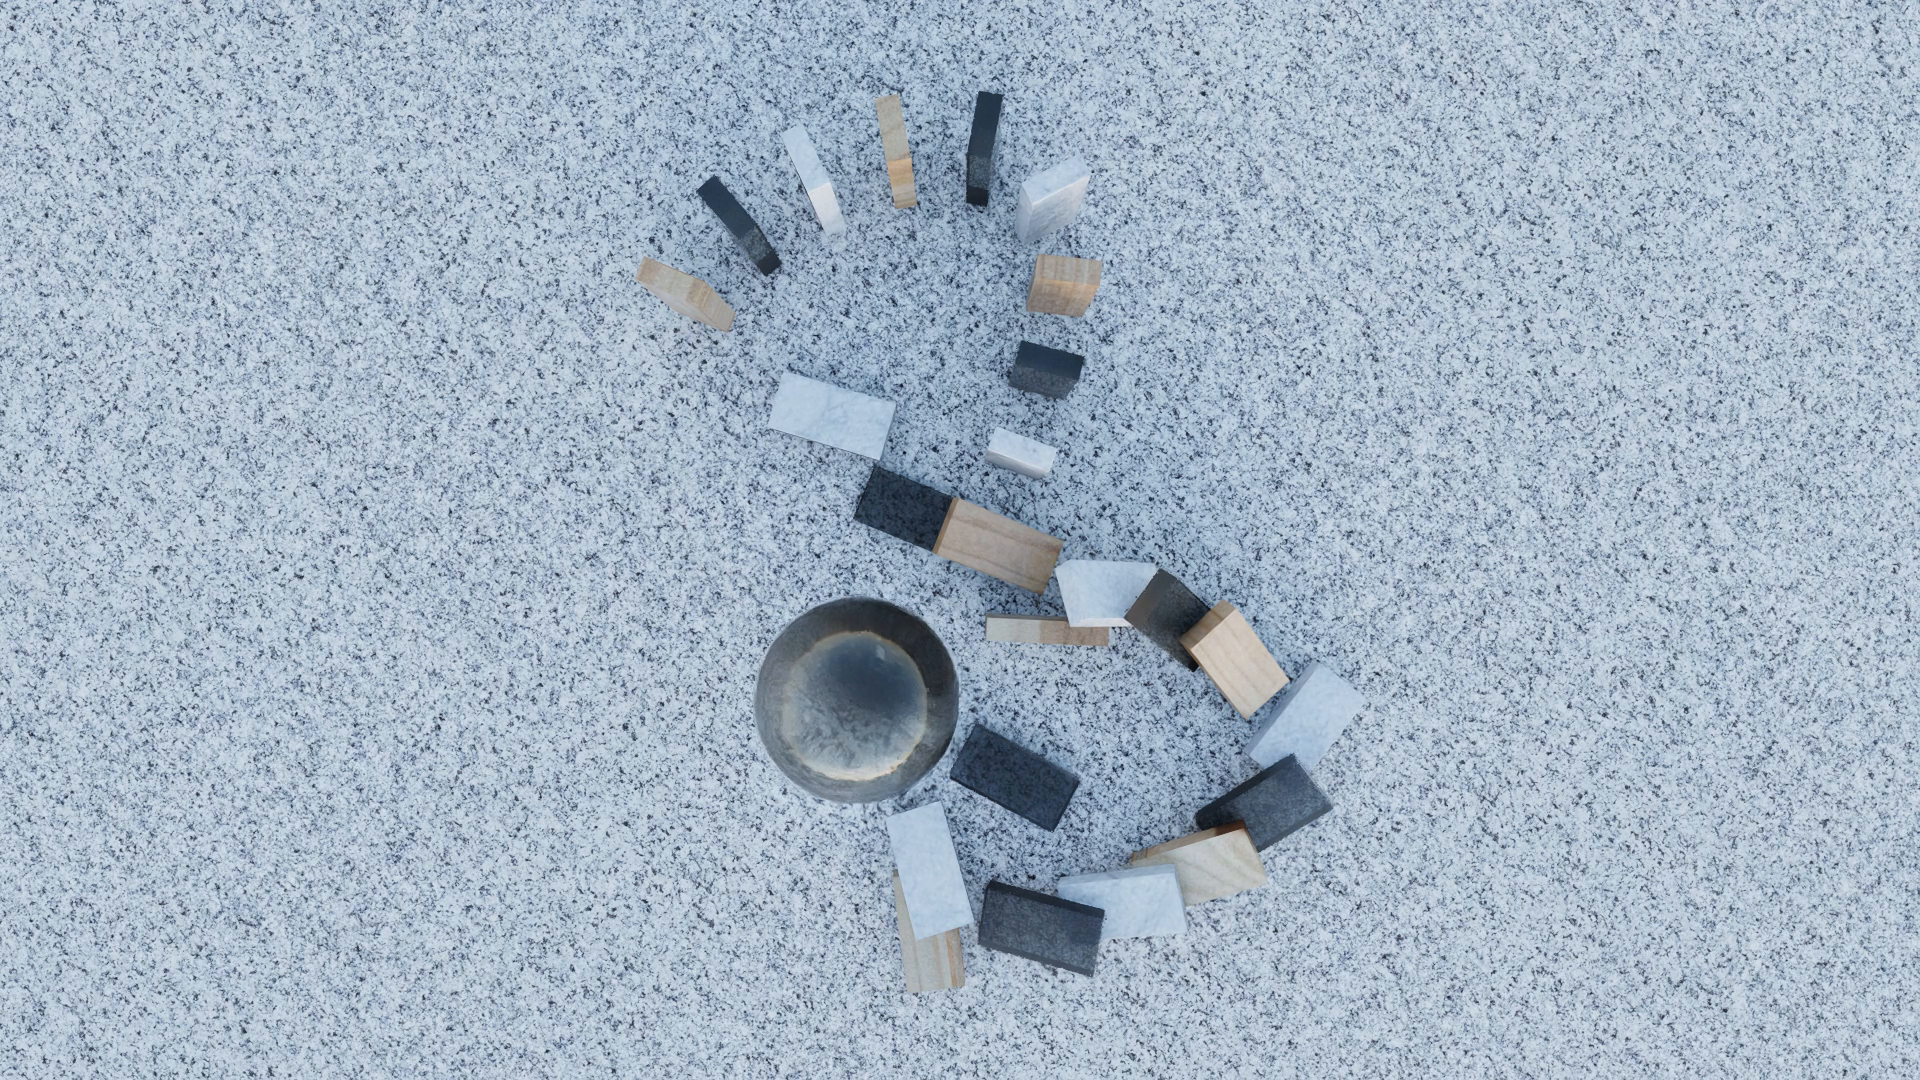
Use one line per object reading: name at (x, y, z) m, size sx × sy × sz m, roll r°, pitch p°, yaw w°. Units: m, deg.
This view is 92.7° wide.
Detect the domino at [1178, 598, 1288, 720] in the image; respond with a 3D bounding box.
domino at (0.115, 0.050, 0.384) m, size 0.025 × 0.009 × 0.050 m, roll -42°, pitch 118°, yaw 0°

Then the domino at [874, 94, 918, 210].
domino at (-0.026, -0.157, 0.375) m, size 0.009 × 0.050 × 0.025 m, roll -11°, pitch 90°, yaw 0°

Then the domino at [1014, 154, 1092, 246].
domino at (0.037, -0.138, 0.375) m, size 0.025 × 0.050 × 0.009 m, roll -27°, pitch 90°, yaw 0°

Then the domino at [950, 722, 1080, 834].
domino at (0.023, 0.102, 0.395) m, size 0.050 × 0.009 × 0.025 m, roll 28°, pitch 90°, yaw 0°

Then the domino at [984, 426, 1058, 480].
domino at (0.024, -0.035, 0.375) m, size 0.025 × 0.050 × 0.010 m, roll 20°, pitch 90°, yaw 0°

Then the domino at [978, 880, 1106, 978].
domino at (0.034, 0.164, 0.388) m, size 0.050 × 0.010 × 0.025 m, roll 9°, pitch 93°, yaw 15°

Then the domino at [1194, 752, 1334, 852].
domino at (0.128, 0.115, 0.389) m, size 0.050 × 0.010 × 0.025 m, roll -38°, pitch 90°, yaw 15°

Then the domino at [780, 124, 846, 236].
domino at (-0.059, -0.146, 0.375) m, size 0.010 × 0.050 × 0.025 m, roll -25°, pitch 90°, yaw 0°

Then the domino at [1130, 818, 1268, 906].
domino at (0.101, 0.139, 0.388) m, size 0.050 × 0.009 × 0.025 m, roll -24°, pitch 90°, yaw 17°

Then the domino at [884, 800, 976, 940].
domino at (-0.013, 0.139, 0.387) m, size 0.025 × 0.009 × 0.050 m, roll -16°, pitch 71°, yaw -3°

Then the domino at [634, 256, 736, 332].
domino at (-0.111, -0.099, 0.375) m, size 0.025 × 0.050 × 0.009 m, roll 23°, pitch 90°, yaw 0°

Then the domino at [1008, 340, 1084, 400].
domino at (0.034, -0.069, 0.375) m, size 0.025 × 0.050 × 0.010 m, roll 15°, pitch 90°, yaw 0°

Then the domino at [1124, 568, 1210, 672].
domino at (0.090, 0.034, 0.380) m, size 0.050 × 0.009 × 0.025 m, roll 36°, pitch 90°, yaw -42°

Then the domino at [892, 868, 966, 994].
domino at (-0.013, 0.167, 0.395) m, size 0.025 × 0.009 × 0.050 m, roll -7°, pitch 90°, yaw 0°

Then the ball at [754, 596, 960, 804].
ball at (-0.040, 0.062, 0.360) m, size 0.080 × 0.080 × 0.080 m, roll 0°, pitch 90°, yaw 0°

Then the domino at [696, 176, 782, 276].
domino at (-0.089, -0.127, 0.375) m, size 0.009 × 0.050 × 0.025 m, roll -41°, pitch 90°, yaw 0°

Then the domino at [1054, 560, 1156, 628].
domino at (0.063, 0.022, 0.377) m, size 0.050 × 0.010 × 0.025 m, roll 3°, pitch 64°, yaw -37°

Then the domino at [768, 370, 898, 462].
domino at (-0.055, -0.053, 0.395) m, size 0.050 × 0.010 × 0.025 m, roll 17°, pitch 90°, yaw 0°

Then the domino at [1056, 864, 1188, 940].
domino at (0.069, 0.154, 0.388) m, size 0.050 × 0.010 × 0.025 m, roll -13°, pitch 90°, yaw 16°

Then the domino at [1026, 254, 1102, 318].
domino at (0.042, -0.103, 0.375) m, size 0.025 × 0.050 × 0.010 m, roll 7°, pitch 90°, yaw 0°

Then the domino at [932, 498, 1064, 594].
domino at (0.016, 0.003, 0.389) m, size 0.050 × 0.010 × 0.025 m, roll 22°, pitch 90°, yaw -15°

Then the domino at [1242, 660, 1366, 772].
domino at (0.148, 0.080, 0.395) m, size 0.025 × 0.010 × 0.050 m, roll 38°, pitch 90°, yaw 0°

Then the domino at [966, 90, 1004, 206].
domino at (0.010, -0.159, 0.375) m, size 0.009 × 0.050 × 0.025 m, roll 10°, pitch 90°, yaw 0°

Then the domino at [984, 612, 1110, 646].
domino at (0.036, 0.038, 0.388) m, size 0.050 × 0.025 × 0.009 m, roll 3°, pitch 90°, yaw 0°

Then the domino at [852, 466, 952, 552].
domino at (-0.018, -0.011, 0.395) m, size 0.050 × 0.010 × 0.025 m, roll 22°, pitch 90°, yaw 0°
